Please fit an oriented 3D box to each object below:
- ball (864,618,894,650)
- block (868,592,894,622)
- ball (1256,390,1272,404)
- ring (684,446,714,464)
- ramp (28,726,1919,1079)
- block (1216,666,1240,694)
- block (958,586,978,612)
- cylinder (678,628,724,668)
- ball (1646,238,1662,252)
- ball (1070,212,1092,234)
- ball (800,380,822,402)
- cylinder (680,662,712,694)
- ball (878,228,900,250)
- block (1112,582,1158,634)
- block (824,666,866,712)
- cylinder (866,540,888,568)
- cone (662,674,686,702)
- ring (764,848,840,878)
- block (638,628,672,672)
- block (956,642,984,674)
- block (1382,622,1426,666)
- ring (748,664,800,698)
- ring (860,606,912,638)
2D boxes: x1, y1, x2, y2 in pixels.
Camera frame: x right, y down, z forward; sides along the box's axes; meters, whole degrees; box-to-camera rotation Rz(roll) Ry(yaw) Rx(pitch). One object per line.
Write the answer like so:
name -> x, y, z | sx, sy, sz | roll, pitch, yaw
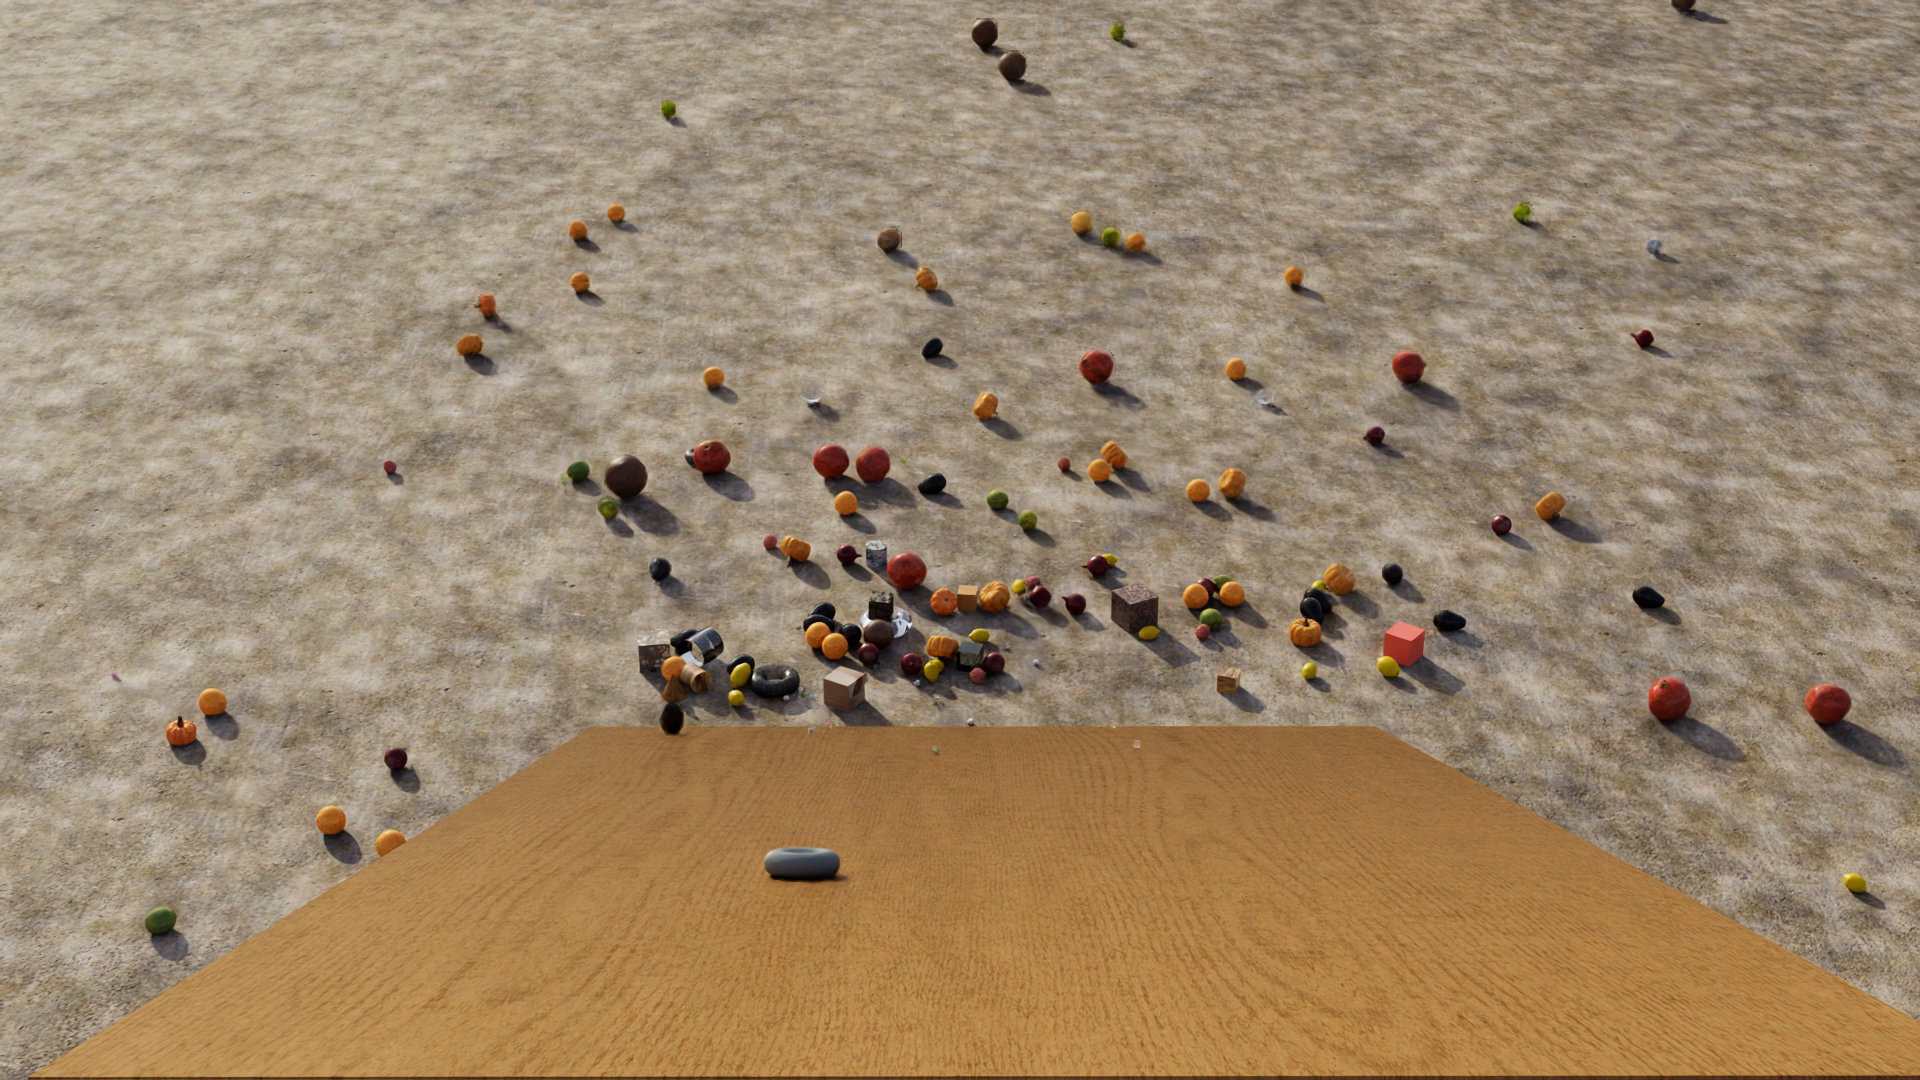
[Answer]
ball -> -0.224, 0.260, 7.111 | 0.086, 0.086, 0.086 | 0, 27, 0
block -> -0.220, 0.185, 7.179 | 0.060, 0.060, 0.060 | 6, 27, 7
ball -> 1.009, -0.476, 8.570 | 0.050, 0.050, 0.050 | 0, 27, 0
ring -> -0.829, -0.269, 8.194 | 0.091, 0.030, 0.091 | 0, 26, 0
ramp -> 0.062, 0.557, 4.595 | 2.000, 0.100, 4.000 | 0, 1, 0
block -> 0.720, 0.377, 6.924 | 0.051, 0.051, 0.051 | 10, 29, 18
block -> 0.022, 0.165, 7.329 | 0.053, 0.053, 0.053 | 3, 28, 6
cylinder -> -0.706, 0.296, 7.040 | 0.088, 0.088, 0.088 | 17, 32, 30
ball -> 2.632, -1.119, 9.803 | 0.060, 0.060, 0.060 | 0, 27, 0
ball -> 0.470, -1.226, 9.979 | 0.086, 0.086, 0.086 | 0, 27, 0
ball -> -0.492, -0.492, 8.576 | 0.073, 0.073, 0.073 | 0, 27, 0
cylinder -> -0.709, 0.370, 6.925 | 0.063, 0.063, 0.063 | -20, 33, -33
ball -> -0.271, -1.144, 9.819 | 0.088, 0.088, 0.088 | 0, 27, 0
block -> 0.490, 0.191, 7.235 | 0.094, 0.094, 0.094 | -15, 31, -26
block -> -0.307, 0.395, 6.858 | 0.079, 0.079, 0.079 | 16, 31, 28
cylinder -> -0.245, 0.042, 7.558 | 0.062, 0.062, 0.062 | 0, 27, 0
cone -> -0.765, 0.385, 6.888 | 0.069, 0.069, 0.069 | 0, 27, 0
ring -> -0.243, 0.498, 3.980 | 0.118, 0.039, 0.118 | 1, 0, 0
block -> -0.833, 0.301, 7.033 | 0.084, 0.084, 0.084 | -4, 28, -7
block -> 0.028, 0.319, 7.026 | 0.060, 0.060, 0.060 | 7, 28, 14
block -> 1.216, 0.285, 7.071 | 0.080, 0.080, 0.080 | 19, 33, 33
ring -> -0.498, 0.378, 6.927 | 0.139, 0.046, 0.139 | -1, 28, 0
ring -> -0.207, 0.227, 7.216 | 0.147, 0.049, 0.147 | 1, 28, -1
